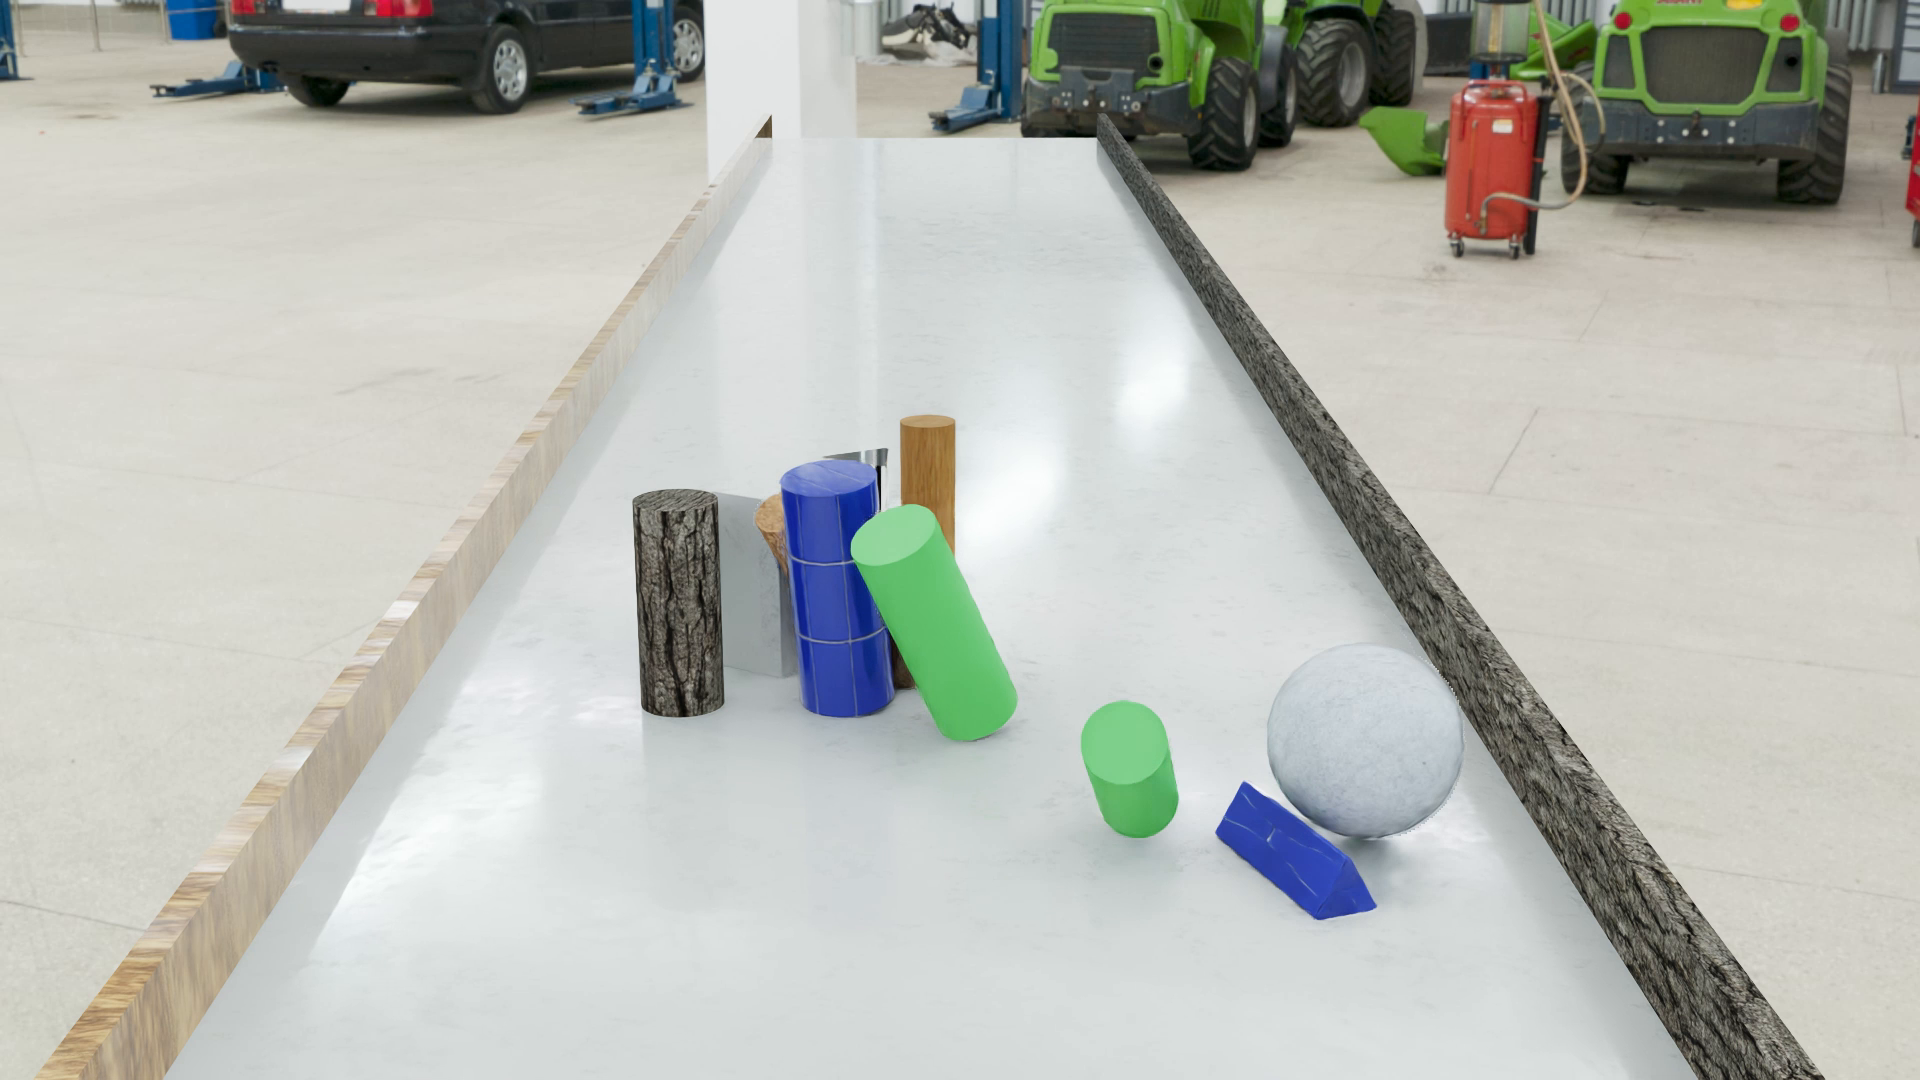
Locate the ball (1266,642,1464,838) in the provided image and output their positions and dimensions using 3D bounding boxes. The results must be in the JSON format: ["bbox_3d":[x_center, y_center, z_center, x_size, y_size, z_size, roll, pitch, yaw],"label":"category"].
[{"bbox_3d":[0.652,0.322,3.543,0.315,0.315,0.315,0,17,0],"label":"ball"}]

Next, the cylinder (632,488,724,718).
[{"bbox_3d":[-0.527,0.118,4.129,0.158,0.400,0.158,0,17,0],"label":"cylinder"}]

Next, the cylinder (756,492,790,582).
[{"bbox_3d":[-0.275,0.078,4.280,0.103,0.405,0.103,-12,46,13],"label":"cylinder"}]

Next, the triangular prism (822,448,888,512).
[{"bbox_3d":[-0.190,-0.016,4.682,0.153,0.341,0.133,10,19,30],"label":"triangular prism"}]

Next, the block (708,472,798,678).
[{"bbox_3d":[-0.377,0.067,4.369,0.164,0.359,0.164,9,19,30],"label":"block"}]

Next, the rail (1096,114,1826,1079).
[{"bbox_3d":[0.932,-0.844,7.801,0.050,0.150,12.000,0,17,-1],"label":"rail"}]

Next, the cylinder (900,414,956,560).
[{"bbox_3d":[-0.071,-0.092,4.911,0.123,0.356,0.123,0,17,0],"label":"cylinder"}]

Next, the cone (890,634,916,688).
[{"bbox_3d":[-0.097,0.121,4.155,0.138,0.365,0.138,4,52,-5],"label":"cone"}]

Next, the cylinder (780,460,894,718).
[{"bbox_3d":[-0.226,0.092,4.096,0.178,0.449,0.178,-3,24,1],"label":"cylinder"}]

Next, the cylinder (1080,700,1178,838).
[{"bbox_3d":[0.270,0.365,3.463,0.132,0.132,0.325,3,-21,10],"label":"cylinder"}]

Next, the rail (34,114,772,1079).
[{"bbox_3d":[-1.118,-0.838,7.780,0.050,0.150,12.000,0,17,-1],"label":"rail"}]

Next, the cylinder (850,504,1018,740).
[{"bbox_3d":[-0.042,0.151,3.924,0.160,0.428,0.160,-16,35,12],"label":"cylinder"}]
